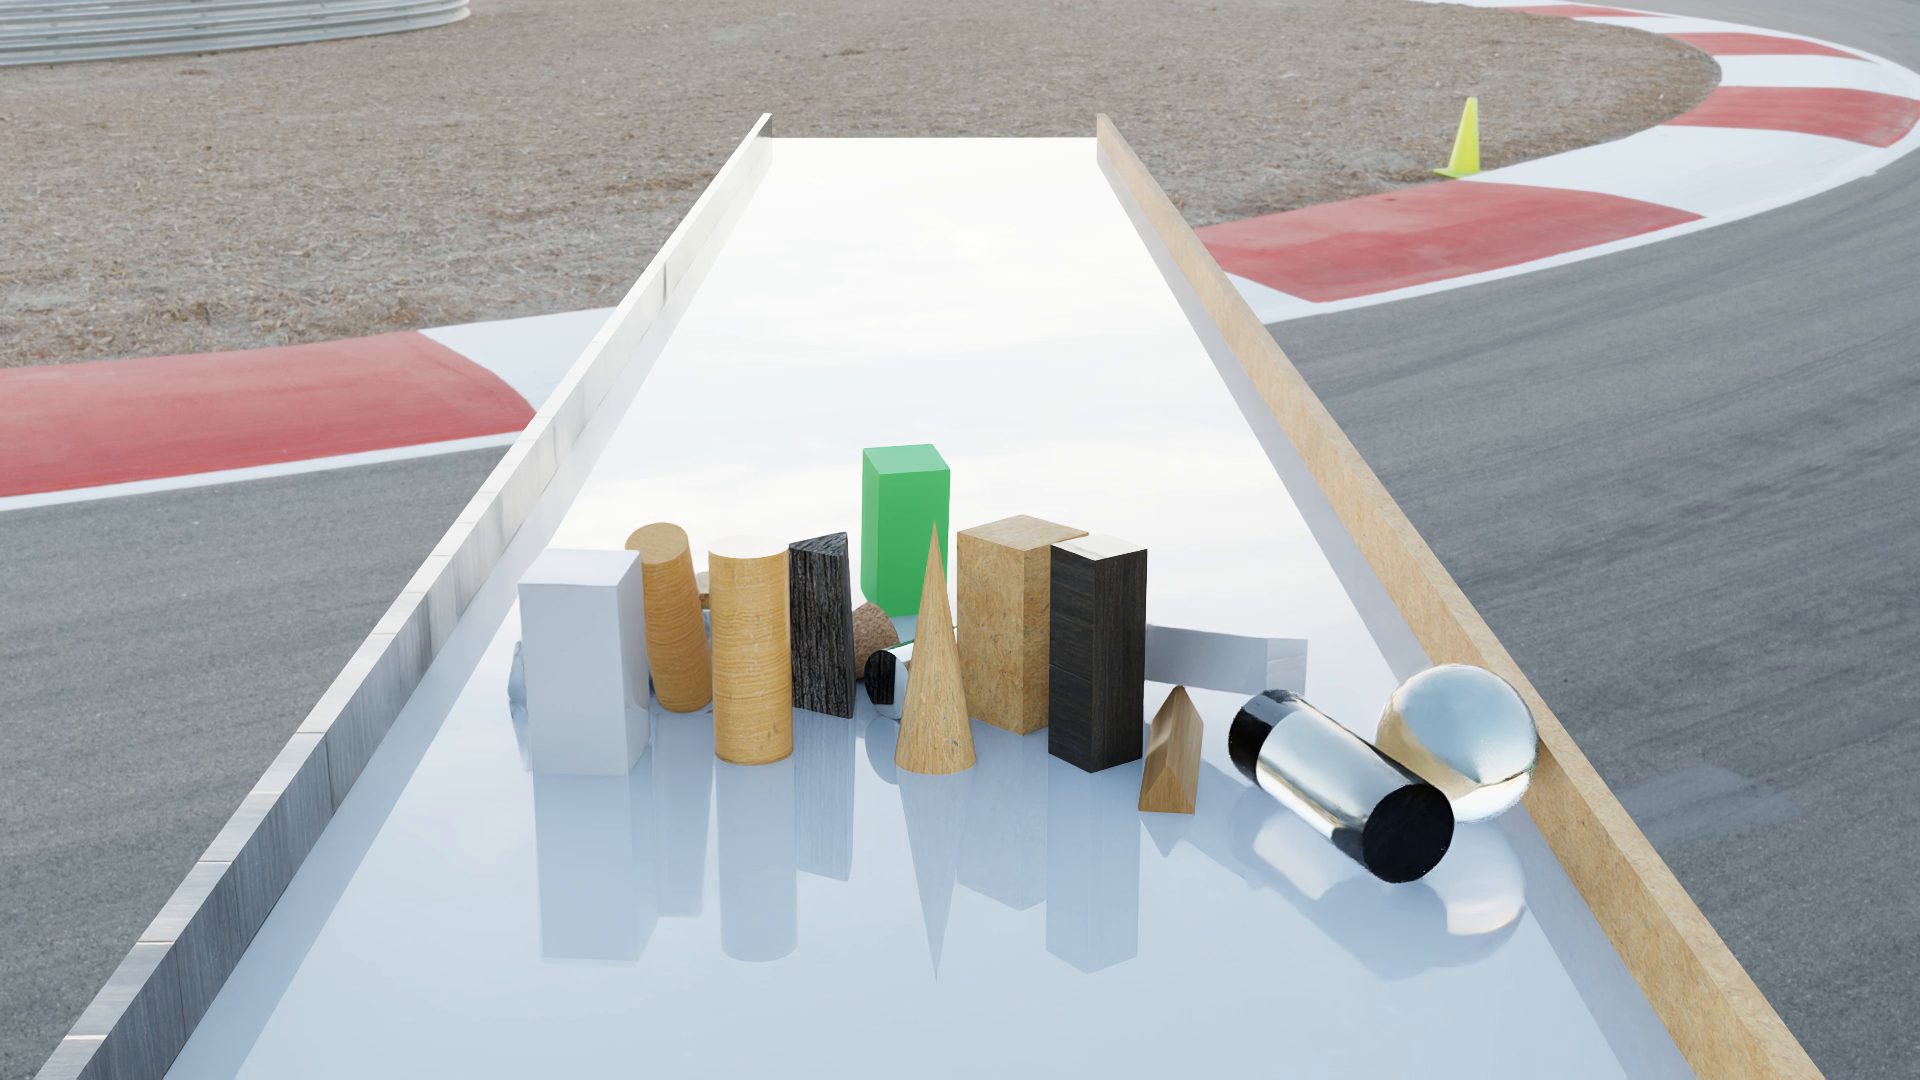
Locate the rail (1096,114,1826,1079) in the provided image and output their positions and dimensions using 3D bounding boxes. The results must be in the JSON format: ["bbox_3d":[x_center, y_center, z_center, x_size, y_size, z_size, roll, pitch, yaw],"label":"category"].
[{"bbox_3d":[0.932,-0.844,7.801,0.050,0.150,12.000,0,17,-1],"label":"rail"}]

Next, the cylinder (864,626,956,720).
[{"bbox_3d":[-0.012,0.235,4.206,0.343,0.133,0.133,-16,23,-42],"label":"cylinder"}]

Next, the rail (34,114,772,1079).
[{"bbox_3d":[-1.118,-0.838,7.780,0.050,0.150,12.000,0,17,-1],"label":"rail"}]

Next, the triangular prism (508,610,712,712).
[{"bbox_3d":[-0.633,0.220,4.248,0.457,0.127,0.147,-9,18,-28],"label":"triangular prism"}]

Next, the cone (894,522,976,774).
[{"bbox_3d":[-0.044,0.176,3.853,0.147,0.445,0.147,0,17,0],"label":"cone"}]

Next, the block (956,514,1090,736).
[{"bbox_3d":[0.116,0.154,4.088,0.173,0.353,0.173,-16,23,-42],"label":"block"}]

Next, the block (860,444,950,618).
[{"bbox_3d":[-0.119,-0.020,4.689,0.153,0.329,0.153,-5,24,-15],"label":"block"}]

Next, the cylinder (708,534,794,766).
[{"bbox_3d":[-0.370,0.195,3.898,0.141,0.384,0.141,0,17,0],"label":"cylinder"}]

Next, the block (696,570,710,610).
[{"bbox_3d":[-0.493,0.147,4.494,0.435,0.137,0.137,-9,19,-27],"label":"block"}]

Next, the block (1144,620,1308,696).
[{"bbox_3d":[0.436,0.213,4.016,0.103,0.103,0.429,3,1,-40],"label":"block"}]

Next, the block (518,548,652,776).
[{"bbox_3d":[-0.656,0.213,3.865,0.172,0.358,0.172,2,20,6],"label":"block"}]

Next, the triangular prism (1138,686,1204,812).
[{"bbox_3d":[0.375,0.358,3.872,0.094,0.081,0.411,2,17,8],"label":"triangular prism"}]

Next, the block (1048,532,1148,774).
[{"bbox_3d":[0.242,0.198,3.875,0.120,0.391,0.120,-12,20,-35],"label":"block"}]

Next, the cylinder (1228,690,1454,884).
[{"bbox_3d":[0.616,0.396,3.604,0.166,0.166,0.443,-6,18,-20],"label":"cylinder"}]

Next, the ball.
[{"bbox_3d":[0.821,0.335,3.637,0.264,0.264,0.264,0,17,0],"label":"ball"}]

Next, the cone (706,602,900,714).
[{"bbox_3d":[-0.319,0.258,4.233,0.405,0.145,0.145,-23,26,-31],"label":"cone"}]

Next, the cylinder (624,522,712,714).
[{"bbox_3d":[-0.530,0.147,4.047,0.114,0.377,0.114,-3,41,2],"label":"cylinder"}]

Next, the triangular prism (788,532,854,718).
[{"bbox_3d":[-0.238,0.154,4.127,0.133,0.324,0.116,10,23,29],"label":"triangular prism"}]
